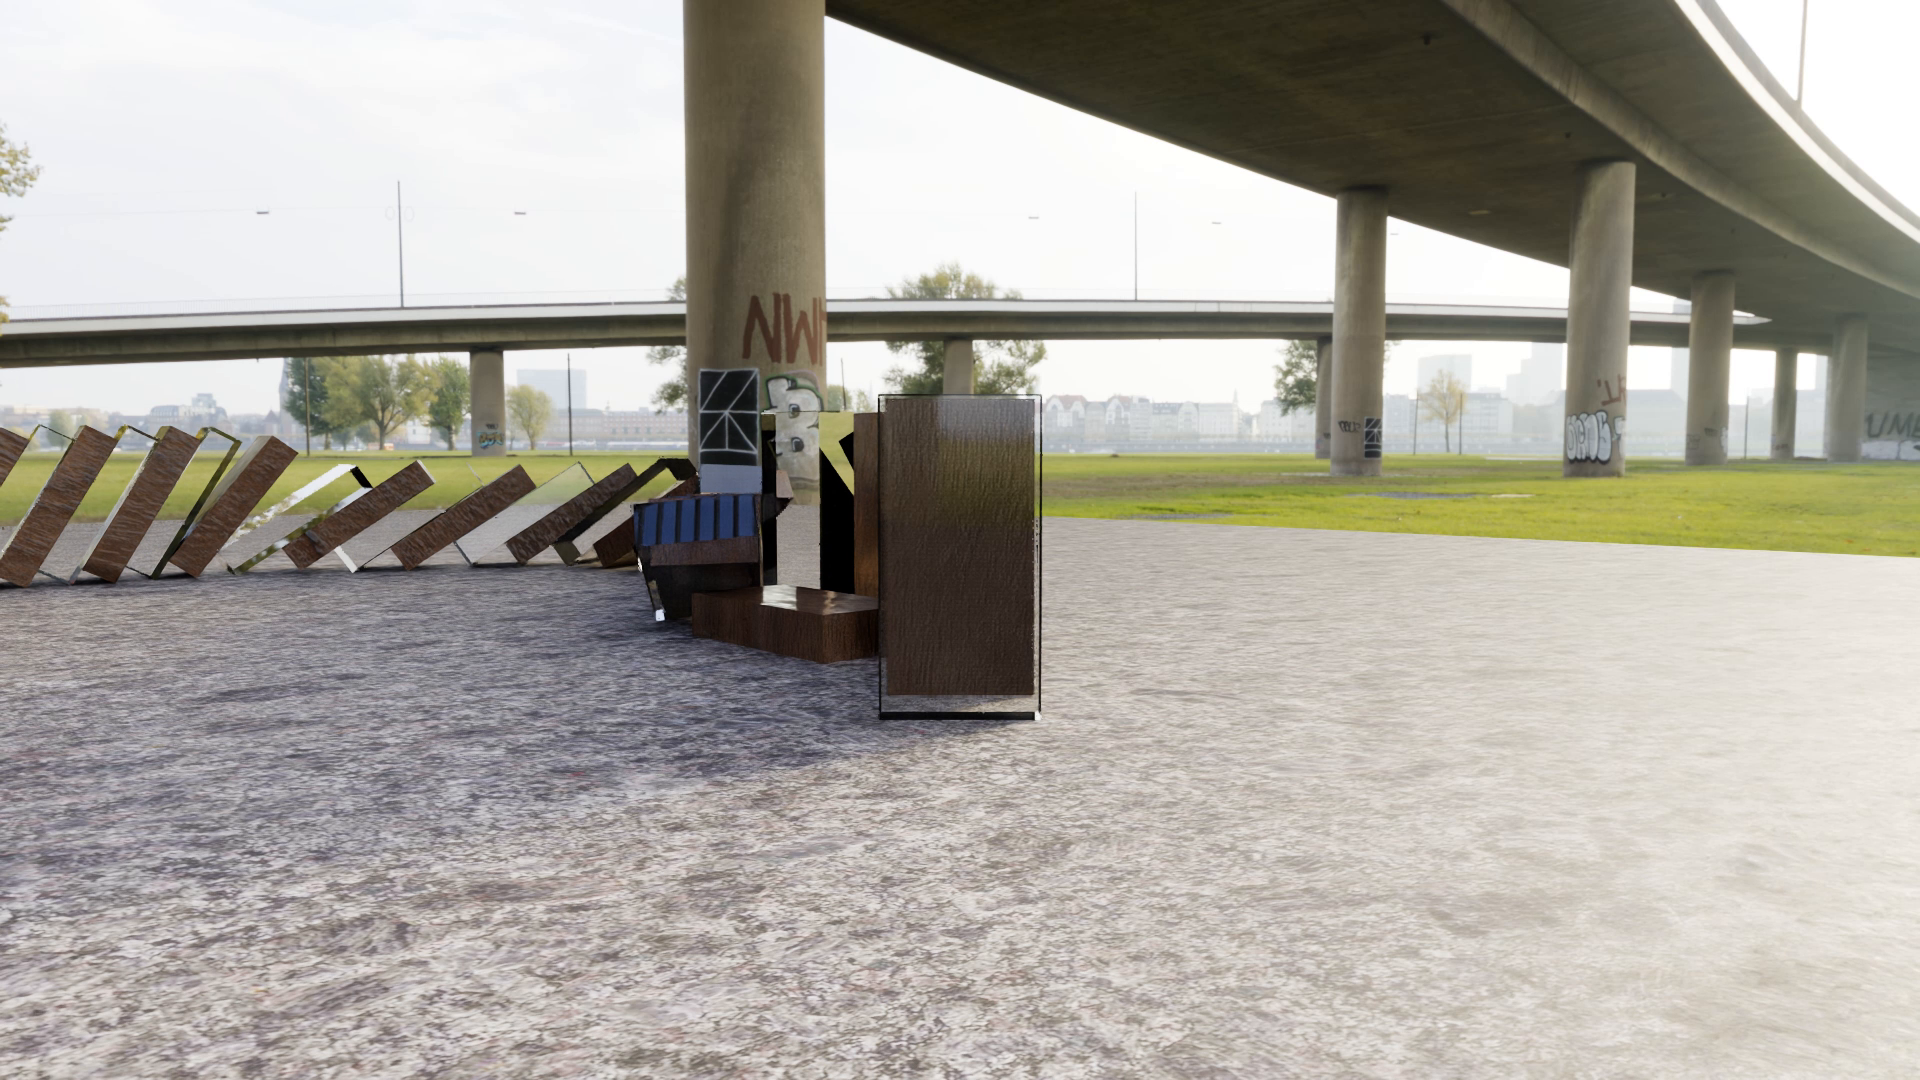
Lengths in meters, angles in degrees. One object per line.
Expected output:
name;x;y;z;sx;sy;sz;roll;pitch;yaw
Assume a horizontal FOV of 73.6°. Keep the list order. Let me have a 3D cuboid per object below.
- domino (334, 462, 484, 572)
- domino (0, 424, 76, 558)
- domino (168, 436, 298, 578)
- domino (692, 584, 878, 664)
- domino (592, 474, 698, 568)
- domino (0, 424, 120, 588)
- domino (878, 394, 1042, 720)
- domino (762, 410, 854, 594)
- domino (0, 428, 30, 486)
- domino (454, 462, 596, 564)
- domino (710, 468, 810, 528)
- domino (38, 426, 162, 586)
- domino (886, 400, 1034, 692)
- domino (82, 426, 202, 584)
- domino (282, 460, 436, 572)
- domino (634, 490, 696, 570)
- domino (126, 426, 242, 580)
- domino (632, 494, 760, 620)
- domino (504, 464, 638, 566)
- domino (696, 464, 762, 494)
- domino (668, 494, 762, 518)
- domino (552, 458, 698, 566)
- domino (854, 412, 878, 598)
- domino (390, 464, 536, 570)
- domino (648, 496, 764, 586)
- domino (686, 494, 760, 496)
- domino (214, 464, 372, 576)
domino;-0.188;-0.008;0.440;0.050;0.009;0.025;-37;15;-14
domino;-0.285;-0.010;0.385;0.009;0.050;0.025;33;-16;-35
domino;-0.241;-0.012;0.422;0.010;0.050;0.025;43;-22;-32
domino;-0.034;0.017;0.275;0.025;0.010;0.050;-4;6;-41
domino;-0.099;-0.007;0.439;0.050;0.009;0.025;-30;-9;23
domino;-0.276;-0.011;0.391;0.010;0.050;0.025;33;-17;-35
domino;0.000;0.002;0.201;0.025;0.050;0.009;0;4;0
domino;-0.036;-0.005;0.304;0.010;0.050;0.025;-4;6;-39
domino;-0.294;-0.010;0.378;0.010;0.050;0.025;33;-17;-35
domino;-0.154;-0.010;0.454;0.050;0.010;0.025;-36;11;-14
domino;-0.070;-0.005;0.404;0.025;0.009;0.050;-1;-28;-37
domino;-0.268;-0.011;0.398;0.010;0.050;0.025;33;-17;-35
domino;0.000;0.001;0.224;0.025;0.050;0.009;0;4;0
domino;-0.259;-0.012;0.405;0.010;0.050;0.025;33;-17;-35
domino;-0.203;-0.009;0.435;0.050;0.010;0.025;-37;15;-15
domino;-0.083;-0.006;0.422;0.050;0.010;0.025;-35;-19;35
domino;-0.251;-0.012;0.413;0.010;0.050;0.025;34;-17;-34
domino;-0.058;0.005;0.290;0.025;0.010;0.050;-6;-20;-10
domino;-0.137;-0.010;0.458;0.050;0.009;0.025;-35;11;-11
domino;-0.067;-0.004;0.382;0.025;0.010;0.050;1;-30;-16
domino;-0.063;0.002;0.339;0.025;0.009;0.050;-1;-20;-10
domino;-0.116;-0.010;0.450;0.050;0.009;0.025;-36;-3;10
domino;-0.020;-0.006;0.318;0.010;0.050;0.025;-2;5;-27
domino;-0.172;-0.009;0.445;0.050;0.009;0.025;-36;15;-14
domino;-0.061;0.004;0.315;0.025;0.010;0.050;-2;-21;-8
domino;-0.065;0.001;0.363;0.025;0.009;0.050;-1;-20;-12
domino;-0.226;-0.008;0.433;0.050;0.009;0.025;-41;27;-28
